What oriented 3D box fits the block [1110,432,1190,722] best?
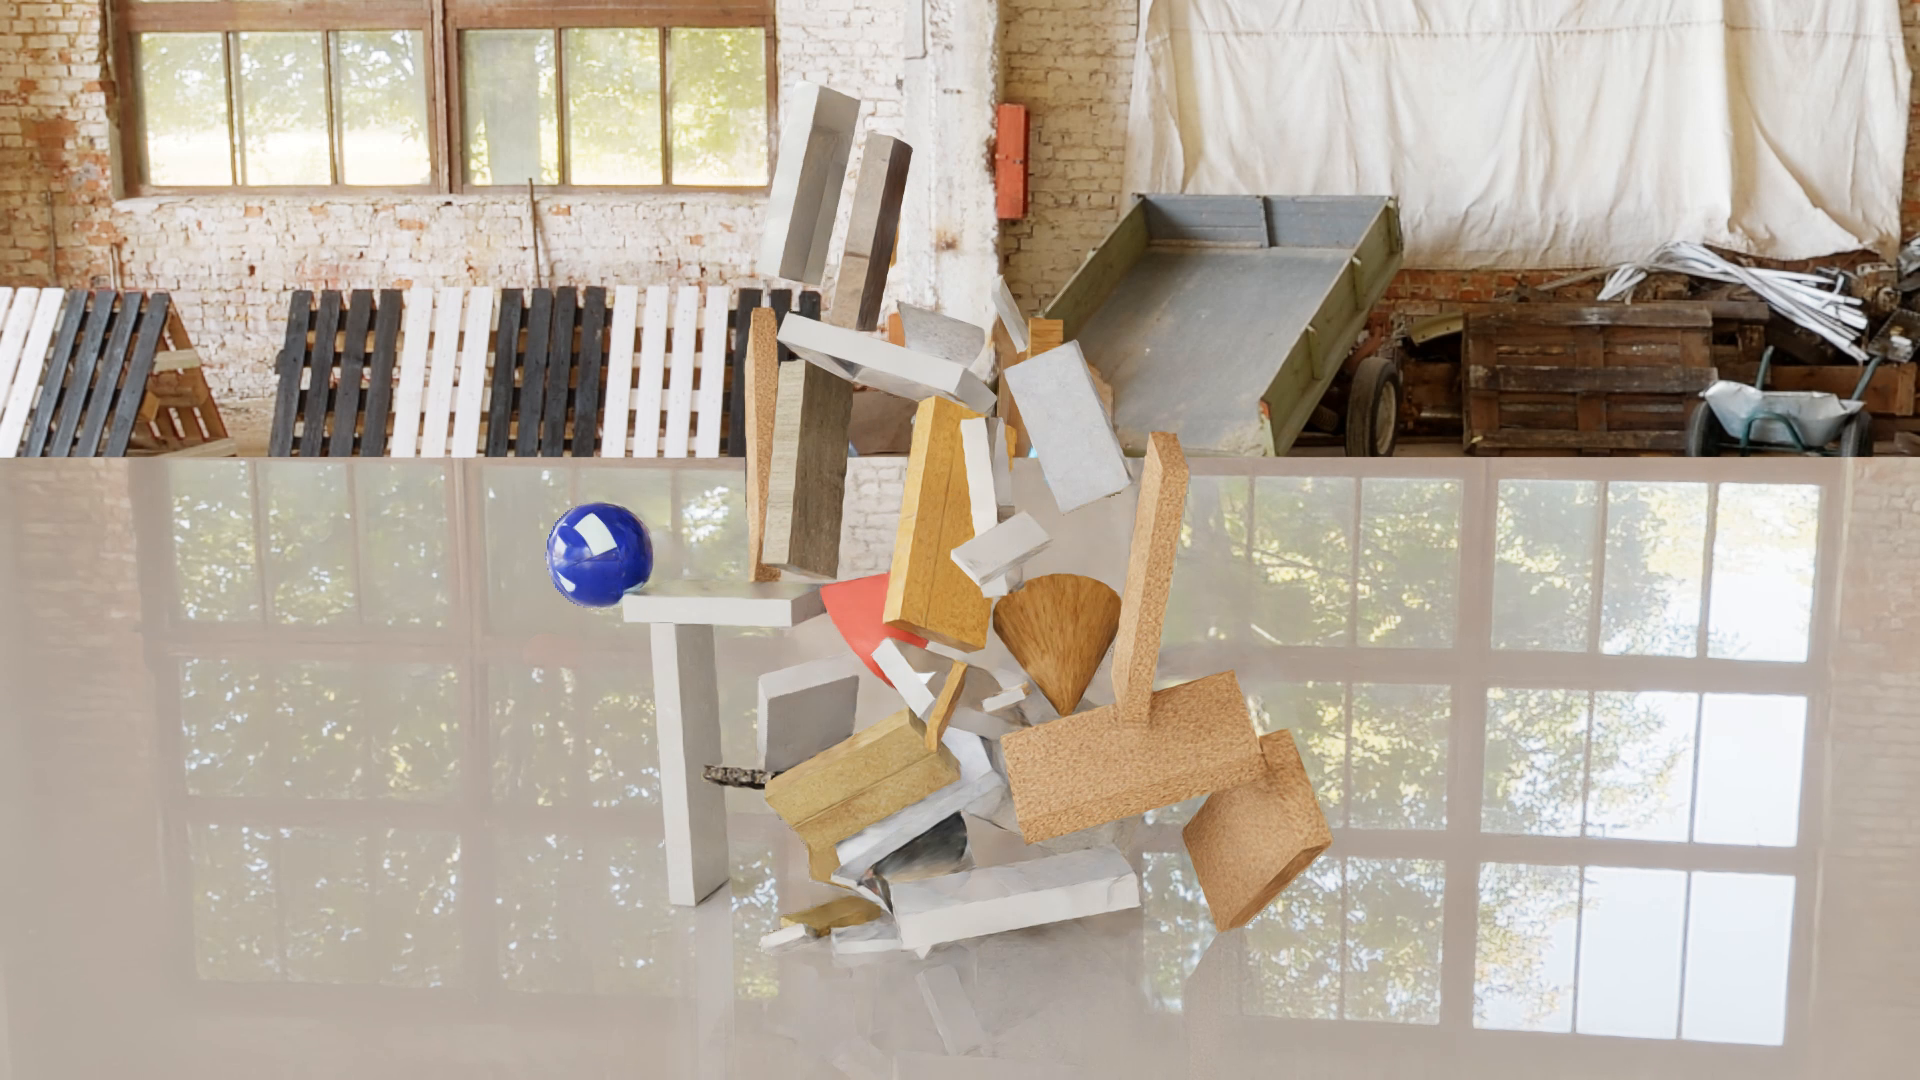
[{"bbox_3d":[0.258,0.051,3.010,0.036,0.379,0.126,4,25,-6],"label":"block"}]

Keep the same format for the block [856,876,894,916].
[{"bbox_3d":[-0.119,0.581,3.565,0.091,0.013,0.045,32,17,17],"label":"block"}]

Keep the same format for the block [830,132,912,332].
[{"bbox_3d":[-0.142,-0.490,3.530,0.043,0.307,0.153,13,6,9],"label":"block"}]

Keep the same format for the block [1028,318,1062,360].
[{"bbox_3d":[0.148,-0.330,3.857,0.058,0.115,0.016,1,1,-19],"label":"block"}]

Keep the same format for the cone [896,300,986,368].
[{"bbox_3d":[-0.061,-0.348,3.635,0.147,0.147,0.147,45,-16,-30],"label":"cone"}]

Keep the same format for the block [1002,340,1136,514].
[{"bbox_3d":[0.177,-0.184,3.584,0.126,0.252,0.036,-22,0,17],"label":"block"}]

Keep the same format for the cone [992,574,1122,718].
[{"bbox_3d":[0.159,0.200,3.408,0.210,0.210,0.210,0,49,-2],"label":"cone"}]

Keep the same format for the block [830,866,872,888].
[{"bbox_3d":[-0.171,0.533,3.563,0.045,0.013,0.091,13,21,15],"label":"block"}]

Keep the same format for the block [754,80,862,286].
[{"bbox_3d":[-0.243,-0.569,3.527,0.043,0.307,0.153,15,7,21],"label":"block"}]

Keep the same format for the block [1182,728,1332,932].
[{"bbox_3d":[0.437,0.444,3.301,0.048,0.171,0.494,-14,-20,-14],"label":"block"}]

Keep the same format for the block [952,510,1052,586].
[{"bbox_3d":[0.051,0.010,2.672,0.112,0.016,0.056,-29,54,-24],"label":"block"}]

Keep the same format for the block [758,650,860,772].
[{"bbox_3d":[-0.250,0.289,3.583,0.152,0.043,0.304,-15,-28,-14],"label":"block"}]

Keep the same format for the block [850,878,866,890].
[{"bbox_3d":[-0.137,0.575,3.622,0.091,0.013,0.045,19,2,-9],"label":"block"}]

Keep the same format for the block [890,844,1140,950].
[{"bbox_3d":[0.076,0.516,3.190,0.342,0.048,0.171,-9,7,-5],"label":"block"}]

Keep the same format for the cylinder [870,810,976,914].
[{"bbox_3d":[-0.060,0.504,3.470,0.160,0.160,0.160,2,-31,8],"label":"cylinder"}]

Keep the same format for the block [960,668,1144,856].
[{"bbox_3d":[0.153,0.380,3.617,0.240,0.240,0.240,28,-7,-21],"label":"block"}]

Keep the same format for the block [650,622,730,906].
[{"bbox_3d":[-0.445,0.354,3.640,0.043,0.470,0.152,0,9,17],"label":"block"}]

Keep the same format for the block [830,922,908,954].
[{"bbox_3d":[-0.131,0.623,3.442,0.133,0.019,0.067,-2,11,-12],"label":"block"}]

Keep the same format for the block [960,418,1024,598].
[{"bbox_3d":[0.047,-0.049,3.159,0.036,0.252,0.126,-7,1,13],"label":"block"}]

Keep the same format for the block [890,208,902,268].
[{"bbox_3d":[-0.139,-0.550,3.940,0.058,0.115,0.016,23,41,19],"label":"block"}]

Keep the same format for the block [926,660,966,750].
[{"bbox_3d":[-0.019,0.224,2.979,0.016,0.056,0.112,18,56,10],"label":"block"}]

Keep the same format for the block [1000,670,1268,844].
[{"bbox_3d":[0.238,0.299,3.050,0.342,0.048,0.171,-16,38,4],"label":"block"}]

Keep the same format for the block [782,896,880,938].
[{"bbox_3d":[-0.207,0.606,3.529,0.145,0.021,0.072,-10,13,-42],"label":"block"}]

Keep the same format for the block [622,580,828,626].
[{"bbox_3d":[-0.376,0.101,3.573,0.304,0.043,0.152,1,9,23],"label":"block"}]

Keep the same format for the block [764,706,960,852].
[{"bbox_3d":[-0.147,0.361,3.304,0.266,0.133,0.038,-29,30,20],"label":"block"}]

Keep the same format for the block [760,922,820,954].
[{"bbox_3d":[-0.257,0.604,3.332,0.067,0.019,0.133,-19,-14,0],"label":"block"}]

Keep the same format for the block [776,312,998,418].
[{"bbox_3d":[-0.117,-0.277,3.537,0.327,0.046,0.163,19,-7,23],"label":"block"}]

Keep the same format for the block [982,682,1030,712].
[{"bbox_3d":[0.063,0.211,2.955,0.056,0.016,0.112,-21,-2,5],"label":"block"}]

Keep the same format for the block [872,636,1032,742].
[{"bbox_3d":[-0.008,0.227,3.272,0.266,0.038,0.133,23,23,-52],"label":"block"}]

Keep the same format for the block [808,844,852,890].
[{"bbox_3d":[-0.215,0.519,3.654,0.072,0.145,0.021,13,45,16],"label":"block"}]

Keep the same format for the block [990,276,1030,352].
[{"bbox_3d":[0.083,-0.374,3.640,0.016,0.115,0.058,-18,28,18],"label":"block"}]

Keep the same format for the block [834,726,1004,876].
[{"bbox_3d":[-0.076,0.385,3.377,0.280,0.038,0.133,-34,45,11],"label":"block"}]

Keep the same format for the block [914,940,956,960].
[{"bbox_3d":[-0.014,0.580,3.337,0.067,0.133,0.019,-16,56,-46],"label":"block"}]

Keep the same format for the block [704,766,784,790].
[{"bbox_3d":[-0.335,0.388,3.569,0.145,0.021,0.072,3,-15,19],"label":"block"}]

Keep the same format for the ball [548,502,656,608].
[{"bbox_3d":[-0.592,0.024,3.630,0.175,0.175,0.175,0,11,0],"label":"ball"}]

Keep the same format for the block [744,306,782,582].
[{"bbox_3d":[-0.355,-0.163,3.972,0.043,0.153,0.680,4,40,-10],"label":"block"}]

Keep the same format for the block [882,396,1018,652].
[{"bbox_3d":[-0.013,-0.025,3.441,0.163,0.370,0.046,21,-22,-31],"label":"block"}]

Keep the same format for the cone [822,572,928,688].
[{"bbox_3d":[-0.070,0.091,3.502,0.214,0.214,0.214,-38,5,11],"label":"cone"}]

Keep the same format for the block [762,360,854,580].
[{"bbox_3d":[-0.244,-0.111,3.550,0.046,0.327,0.163,0,-10,26],"label":"block"}]
